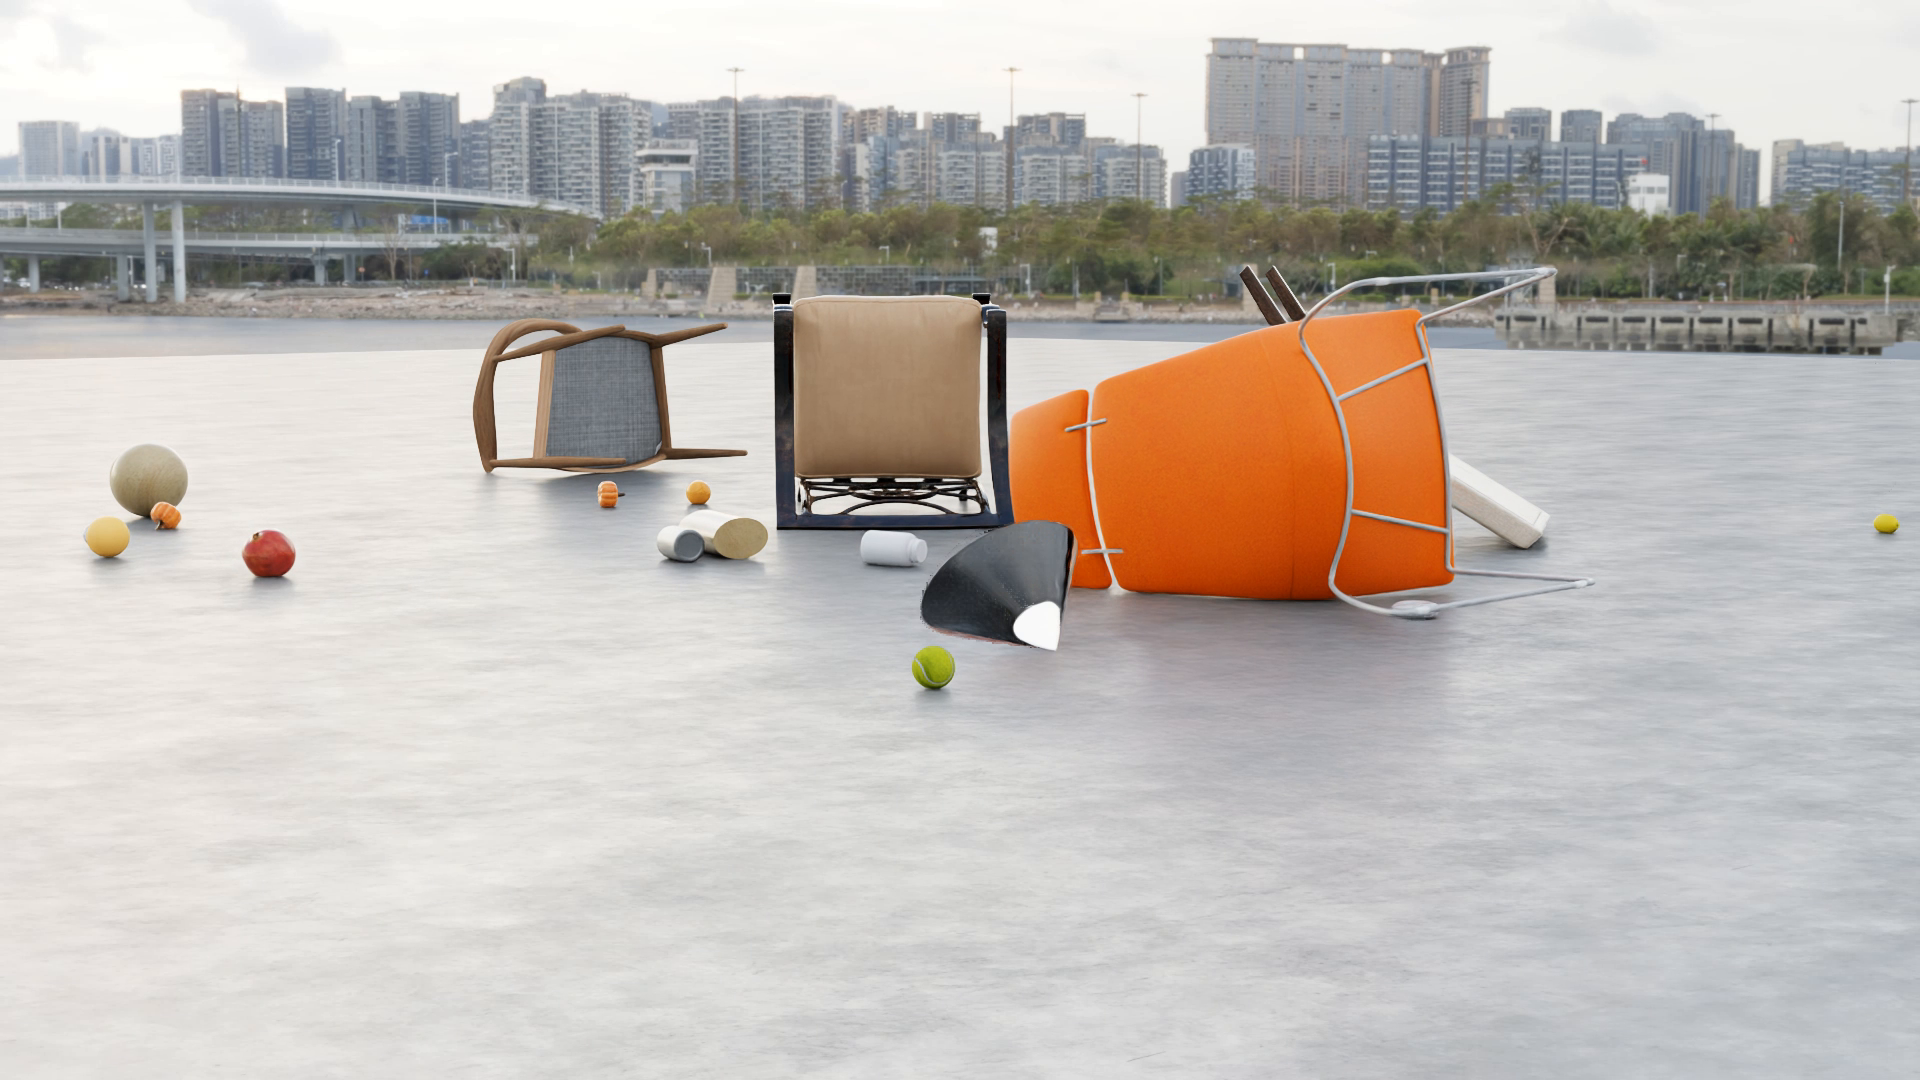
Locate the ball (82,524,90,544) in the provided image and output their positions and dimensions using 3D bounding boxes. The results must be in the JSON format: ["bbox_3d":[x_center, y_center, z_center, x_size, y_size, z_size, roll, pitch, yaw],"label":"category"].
[{"bbox_3d":[-2.112,-0.013,6.262,0.057,0.057,0.057,0,6,0],"label":"ball"}]

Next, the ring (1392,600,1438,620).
[{"bbox_3d":[0.880,0.135,4.962,0.089,0.029,0.116,0,5,8],"label":"ring"}]

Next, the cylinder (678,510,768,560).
[{"bbox_3d":[-0.564,-0.014,6.083,0.139,0.096,0.230,-8,10,-26],"label":"cylinder"}]

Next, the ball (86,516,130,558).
[{"bbox_3d":[-1.997,-0.008,6.015,0.097,0.097,0.097,0,6,0],"label":"ball"}]

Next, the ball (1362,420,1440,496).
[{"bbox_3d":[1.319,-0.245,7.667,0.230,0.230,0.230,0,6,0],"label":"ball"}]

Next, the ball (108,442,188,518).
[{"bbox_3d":[-2.217,-0.166,7.012,0.208,0.208,0.208,0,6,0],"label":"ball"}]

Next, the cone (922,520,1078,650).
[{"bbox_3d":[0.121,0.132,4.585,0.325,0.257,0.202,-20,48,-21],"label":"cone"}]
